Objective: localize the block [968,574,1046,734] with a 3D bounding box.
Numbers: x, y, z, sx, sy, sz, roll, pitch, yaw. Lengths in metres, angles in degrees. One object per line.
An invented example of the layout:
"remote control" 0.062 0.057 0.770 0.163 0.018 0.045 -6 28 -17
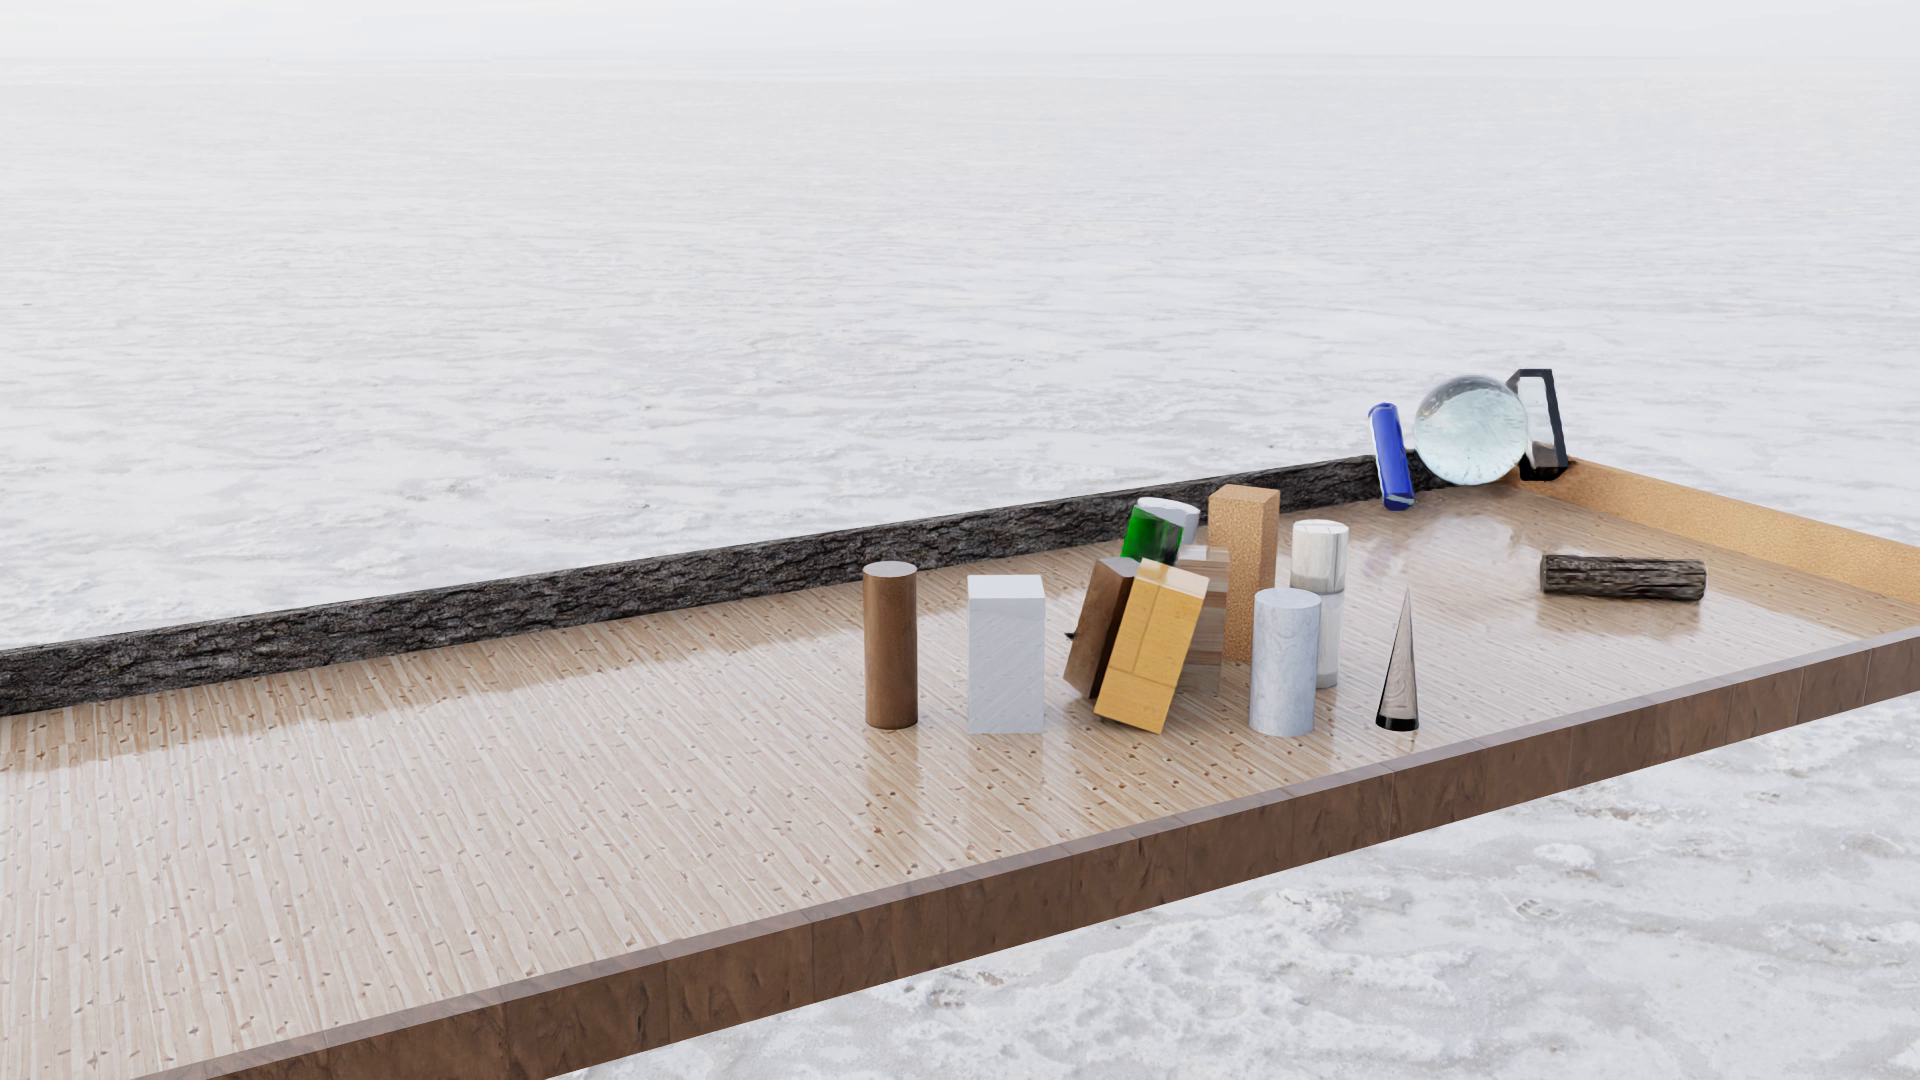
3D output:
"block" 0.105 0.266 3.864 0.173 0.331 0.173 0 16 -1

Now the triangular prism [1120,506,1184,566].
"triangular prism" 0.469 0.140 4.080 0.145 0.444 0.125 25 22 33

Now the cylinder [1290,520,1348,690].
"cylinder" 0.884 0.160 4.098 0.133 0.401 0.133 0 16 0

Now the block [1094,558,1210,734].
"block" 0.448 0.246 3.852 0.162 0.346 0.162 18 19 8

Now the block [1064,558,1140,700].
"block" 0.363 0.214 4.001 0.109 0.326 0.109 0 24 -35

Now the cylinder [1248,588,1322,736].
"cylinder" 0.754 0.283 3.837 0.152 0.313 0.152 0 16 0

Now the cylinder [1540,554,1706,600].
"cylinder" 1.919 0.108 4.788 0.434 0.112 0.112 3 17 9

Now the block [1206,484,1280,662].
"block" 0.732 0.086 4.300 0.144 0.430 0.144 8 18 26

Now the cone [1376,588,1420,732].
"cone" 1.030 0.265 3.836 0.101 0.348 0.101 0 16 0

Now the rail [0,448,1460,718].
"rail" -3.305 0.497 3.399 12.000 0.150 0.050 -9 18 -27

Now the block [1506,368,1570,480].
"block" 2.034 -0.408 5.818 0.121 0.377 0.121 -1 -19 -6

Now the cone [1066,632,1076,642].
"cone" 0.309 0.249 4.123 0.100 0.100 0.305 7 -6 23

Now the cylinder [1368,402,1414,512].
"cylinder" 1.503 -0.292 5.752 0.104 0.104 0.403 0 53 2

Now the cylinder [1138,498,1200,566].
"cylinder" 0.512 0.093 4.324 0.164 0.380 0.164 9 13 -2

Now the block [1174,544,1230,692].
"block" 0.590 0.193 4.090 0.126 0.338 0.126 4 17 6

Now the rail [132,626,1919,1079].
"rail" -2.336 1.006 1.665 12.000 0.150 0.050 -9 18 -27

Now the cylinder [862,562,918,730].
"cylinder" -0.162 0.246 3.854 0.125 0.374 0.125 0 16 0

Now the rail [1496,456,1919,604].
"rail" 2.466 -0.048 5.253 0.050 0.150 2.100 -9 18 -27

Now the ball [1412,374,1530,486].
"ball" 1.782 -0.384 5.757 0.391 0.391 0.391 0 16 0
